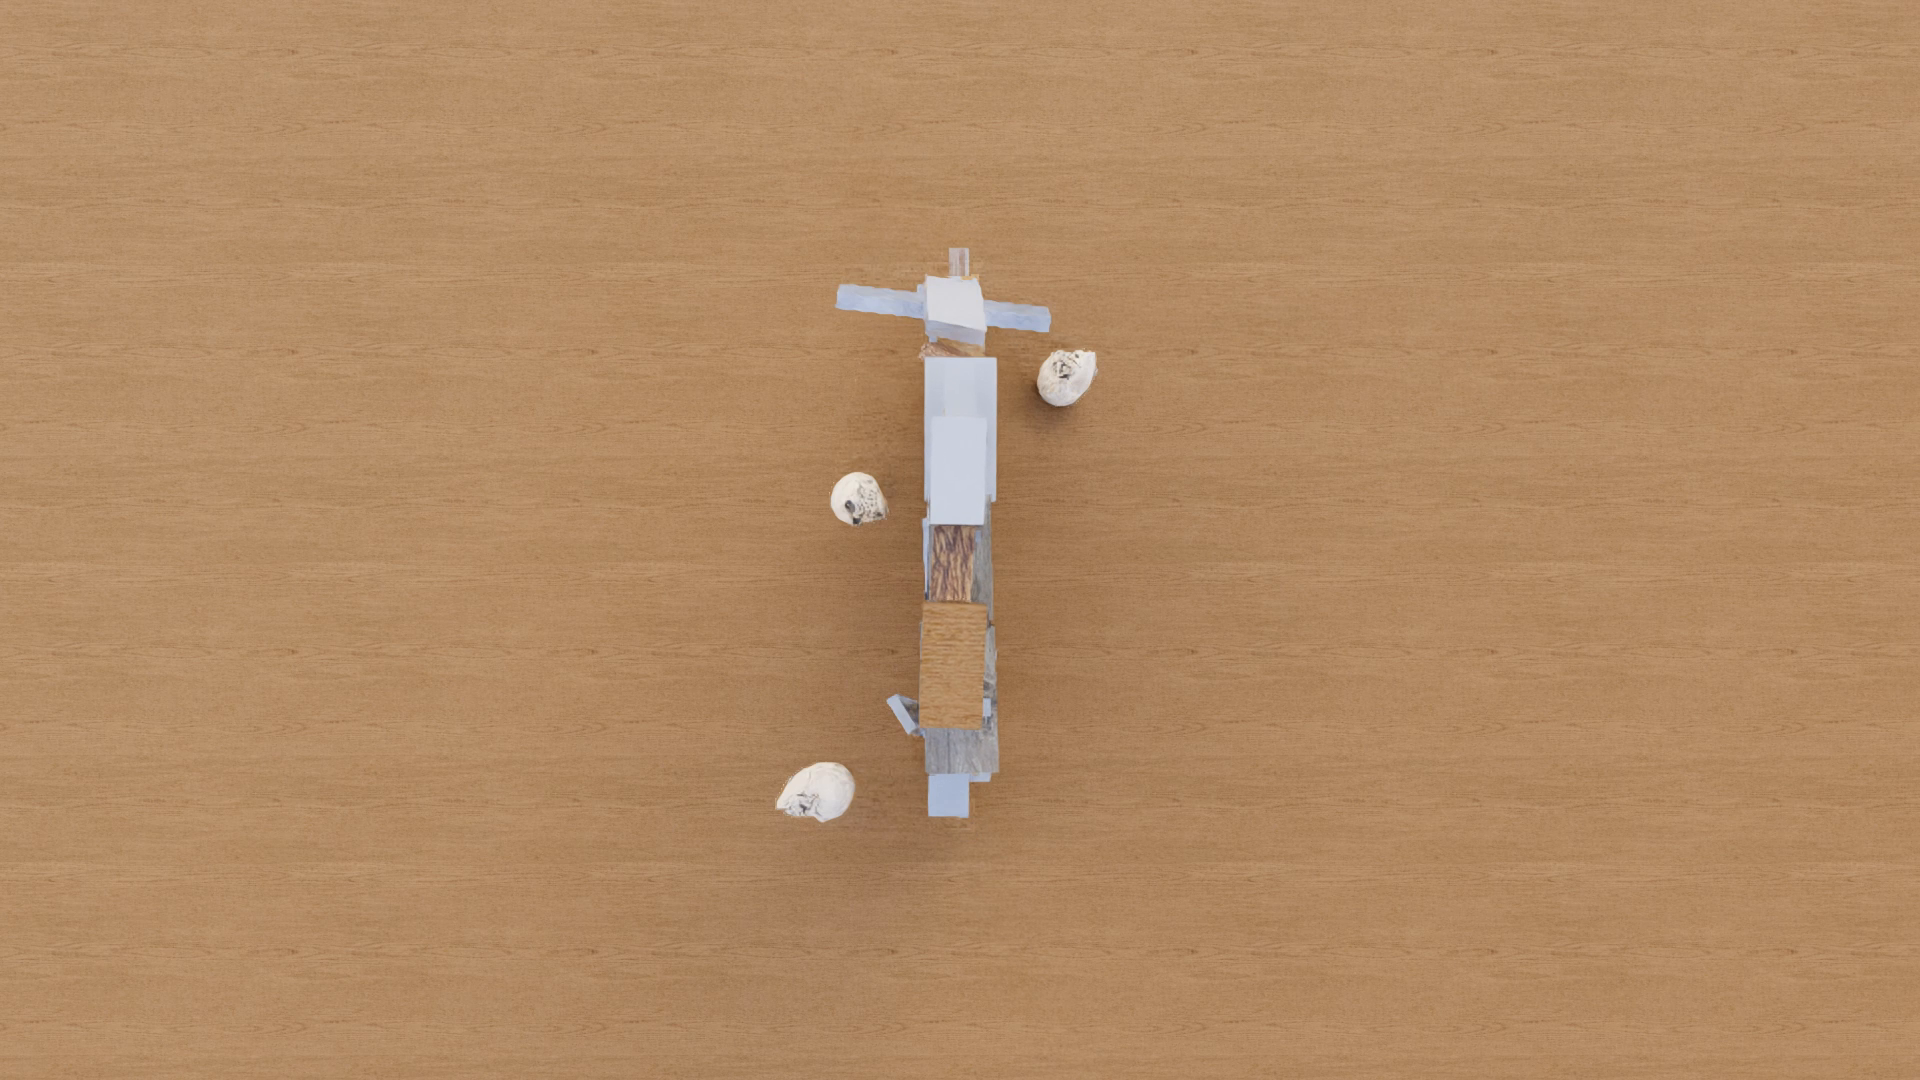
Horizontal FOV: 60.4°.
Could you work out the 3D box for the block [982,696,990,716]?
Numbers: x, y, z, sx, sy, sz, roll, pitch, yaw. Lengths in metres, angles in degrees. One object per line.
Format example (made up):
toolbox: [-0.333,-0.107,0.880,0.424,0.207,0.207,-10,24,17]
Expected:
block: [-0.002,0.386,3.834,0.140,0.281,0.040,-1,86,0]

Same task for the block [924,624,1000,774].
block: [0.001,0.386,4.001,0.177,0.050,0.354,-2,93,0]

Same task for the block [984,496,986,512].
block: [-0.002,-0.085,3.911,0.122,0.245,0.035,-1,93,-1]

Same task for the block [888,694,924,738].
block: [-0.110,0.501,4.615,0.030,0.533,0.106,-34,77,3]

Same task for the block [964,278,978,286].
block: [-0.014,-0.742,5.005,0.132,0.264,0.037,-12,90,-2]

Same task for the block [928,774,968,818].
block: [-0.030,0.652,4.397,0.106,0.030,0.212,1,126,1]

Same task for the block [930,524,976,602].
block: [-0.017,0.054,3.818,0.095,0.027,0.191,4,84,0]

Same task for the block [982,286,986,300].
block: [-0.002,-0.767,5.341,0.158,0.316,0.045,-6,91,-1]

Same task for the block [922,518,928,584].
block: [-0.012,0.113,4.751,0.176,0.050,0.353,-2,90,1]

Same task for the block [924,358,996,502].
block: [0.001,-0.274,4.120,0.178,0.050,0.356,0,91,0]

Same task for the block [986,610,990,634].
block: [-0.006,0.196,3.810,0.140,0.281,0.040,-1,83,-1]

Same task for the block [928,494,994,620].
block: [0.001,0.044,4.051,0.153,0.043,0.305,-1,88,-1]

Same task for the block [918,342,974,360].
block: [-0.012,-0.477,4.391,0.153,0.307,0.043,24,99,4]

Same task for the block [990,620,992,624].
block: [0.002,0.221,4.952,0.176,0.353,0.050,0,89,0]

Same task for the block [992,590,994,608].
block: [0.003,0.137,4.224,0.153,0.305,0.043,1,93,-1]

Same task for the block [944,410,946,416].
block: [-0.003,-0.304,4.023,0.071,0.141,0.020,0,91,0]

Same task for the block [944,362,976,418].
block: [0.000,-0.353,3.942,0.071,0.020,0.141,-2,91,0]

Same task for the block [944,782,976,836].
block: [0.000,0.852,5.290,0.098,0.028,0.196,0,90,0]

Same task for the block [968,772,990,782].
block: [0.010,0.575,5.131,0.172,0.049,0.345,1,90,0]

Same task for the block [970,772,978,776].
block: [0.006,0.681,5.001,0.105,0.211,0.030,3,74,0]

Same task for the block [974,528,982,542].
block: [0.001,-0.012,3.936,0.095,0.191,0.027,-1,91,-1]

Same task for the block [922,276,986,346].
block: [-0.017,-0.612,4.378,0.153,0.307,0.043,10,120,-8]

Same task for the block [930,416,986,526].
block: [-0.004,-0.157,3.771,0.122,0.035,0.245,2,89,0]

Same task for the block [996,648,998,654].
block: [0.015,0.397,4.560,0.116,0.033,0.232,17,92,-1]

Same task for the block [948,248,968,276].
block: [-0.004,-0.883,5.358,0.066,0.019,0.132,0,90,0]

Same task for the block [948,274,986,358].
block: [-0.008,-0.663,5.161,0.158,0.045,0.316,-5,90,0]

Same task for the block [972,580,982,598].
block: [-0.003,0.116,3.925,0.095,0.191,0.027,0,92,4]

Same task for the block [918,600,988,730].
block: [-0.016,0.277,3.657,0.140,0.040,0.281,2,97,-1]

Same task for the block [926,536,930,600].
block: [-0.013,0.089,4.403,0.149,0.042,0.299,2,89,0]

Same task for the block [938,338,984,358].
block: [0.005,-0.450,4.568,0.124,0.035,0.248,-2,91,0]

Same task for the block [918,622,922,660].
block: [-0.016,0.255,4.199,0.177,0.354,0.050,0,94,-2]

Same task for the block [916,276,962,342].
block: [-0.034,-0.631,4.836,0.132,0.037,0.264,-13,100,1]

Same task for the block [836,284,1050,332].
block: [-0.046,-0.648,4.603,0.590,0.153,0.043,6,108,-3]
